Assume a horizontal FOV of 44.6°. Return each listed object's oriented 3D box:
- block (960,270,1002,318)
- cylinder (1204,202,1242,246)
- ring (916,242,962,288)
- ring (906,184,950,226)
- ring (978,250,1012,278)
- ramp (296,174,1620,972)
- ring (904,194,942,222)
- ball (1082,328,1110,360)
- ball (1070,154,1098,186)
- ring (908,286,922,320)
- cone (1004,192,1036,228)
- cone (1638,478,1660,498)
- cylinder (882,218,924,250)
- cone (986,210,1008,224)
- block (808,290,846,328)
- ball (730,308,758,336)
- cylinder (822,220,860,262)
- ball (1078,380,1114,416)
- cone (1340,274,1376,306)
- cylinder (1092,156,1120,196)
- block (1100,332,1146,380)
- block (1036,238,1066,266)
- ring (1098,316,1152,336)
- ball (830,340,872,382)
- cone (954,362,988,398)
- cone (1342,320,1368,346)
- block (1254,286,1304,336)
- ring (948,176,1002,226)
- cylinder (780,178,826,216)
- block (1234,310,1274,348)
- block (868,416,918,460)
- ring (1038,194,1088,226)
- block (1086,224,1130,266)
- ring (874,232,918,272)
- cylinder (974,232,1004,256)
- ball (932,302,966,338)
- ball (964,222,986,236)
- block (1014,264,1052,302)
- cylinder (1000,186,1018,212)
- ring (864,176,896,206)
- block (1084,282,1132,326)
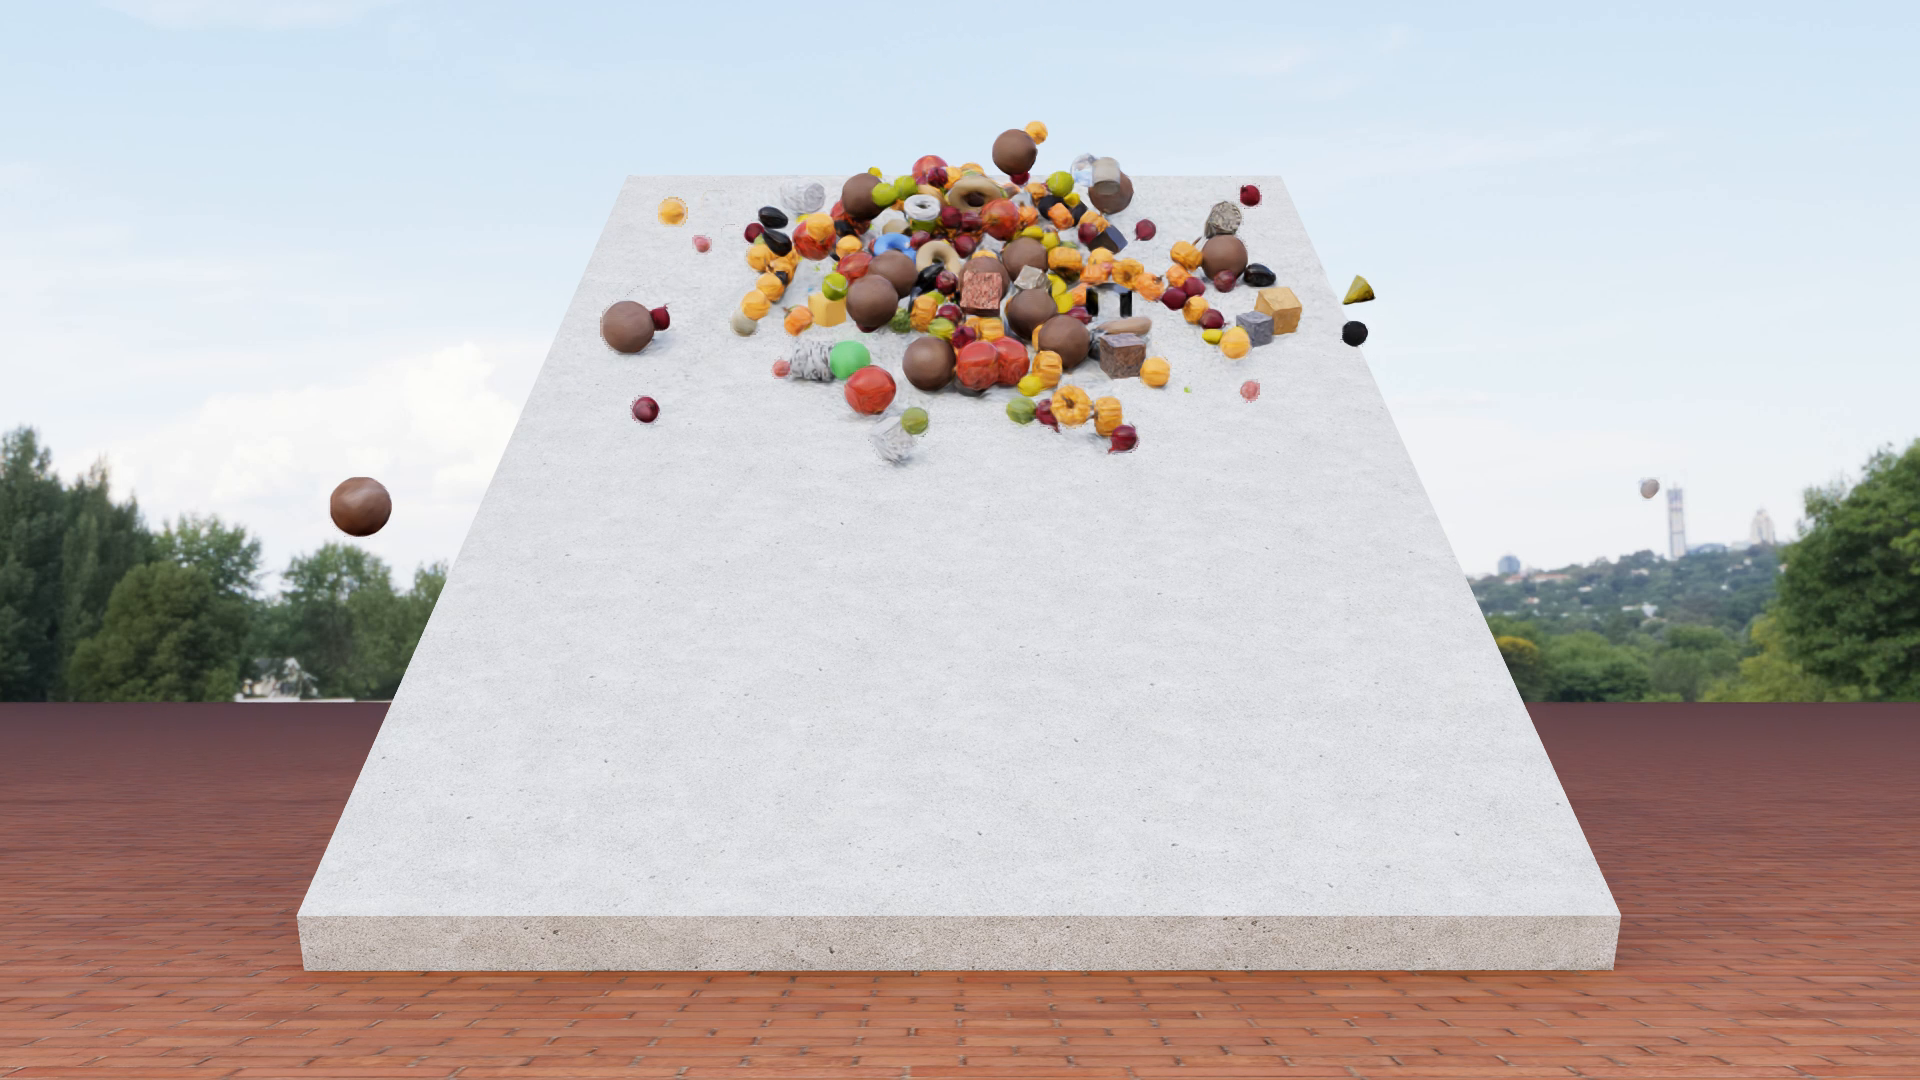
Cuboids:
[{"bbox_3d":[0.052,-0.594,5.661,0.088,0.088,0.088,5,-7,5],"label":"block"},{"bbox_3d":[0.727,-0.875,6.471,0.089,0.089,0.089,1,-21,-8],"label":"cylinder"},{"bbox_3d":[-0.055,-0.722,6.138,0.135,0.135,0.045,2,-21,-27],"label":"ring"},{"bbox_3d":[-0.088,-0.934,6.534,0.142,0.047,0.142,29,-25,15],"label":"ring"},{"bbox_3d":[0.095,-0.739,6.279,0.095,0.095,0.032,1,-42,-20],"label":"ring"},{"bbox_3d":[-0.009,-0.229,5.368,2.000,0.100,4.000,0,25,0],"label":"ramp"},{"bbox_3d":[-0.100,-0.898,6.322,0.106,0.035,0.106,4,41,-3],"label":"ring"},{"bbox_3d":[0.336,-0.475,5.690,0.077,0.077,0.077,0,-4,0],"label":"ball"},{"bbox_3d":[0.349,-1.021,6.458,0.091,0.091,0.091,0,-4,0],"label":"ball"},{"bbox_3d":[-0.114,-0.598,5.901,0.029,0.086,0.086,9,-4,-2],"label":"ring"},{"bbox_3d":[0.191,-0.929,6.705,0.097,0.097,0.097,-25,-29,-15],"label":"cone"},{"bbox_3d":[1.672,-0.136,5.719,0.054,0.054,0.054,1,23,-19],"label":"cone"},{"bbox_3d":[-0.158,-0.834,6.447,0.085,0.085,0.085,3,20,-37],"label":"cylinder"},{"bbox_3d":[0.095,-0.917,6.699,0.063,0.063,0.063,-24,-9,11],"label":"cone"},{"bbox_3d":[-0.336,-0.586,5.935,0.068,0.068,0.068,23,33,38],"label":"block"},{"bbox_3d":[-0.538,-0.547,5.849,0.070,0.070,0.070,0,-4,0],"label":"ball"},{"bbox_3d":[-0.324,-0.817,6.405,0.091,0.091,0.091,1,24,-13],"label":"cylinder"},{"bbox_3d":[0.311,-0.327,5.366,0.081,0.081,0.081,0,-4,0],"label":"ball"},{"bbox_3d":[1.003,-0.622,5.975,0.080,0.080,0.080,-36,1,-8],"label":"cone"},{"bbox_3d":[0.395,-0.984,6.325,0.074,0.074,0.074,0,-25,0],"label":"cylinder"},{"bbox_3d":[0.390,-0.441,5.610,0.083,0.083,0.083,-8,26,-16],"label":"block"},{"bbox_3d":[0.246,-0.790,6.382,0.054,0.054,0.054,26,33,17],"label":"block"},{"bbox_3d":[0.405,-0.522,5.791,0.144,0.048,0.144,-12,6,1],"label":"ring"},{"bbox_3d":[-0.252,-0.412,5.387,0.096,0.096,0.096,0,-4,0],"label":"ball"},{"bbox_3d":[0.037,-0.372,5.513,0.082,0.082,0.082,-1,-3,14],"label":"cone"},{"bbox_3d":[0.976,-0.513,5.821,0.065,0.065,0.065,0,5,0],"label":"cone"},{"bbox_3d":[0.796,-0.574,5.871,0.083,0.083,0.083,-10,-43,-20],"label":"block"},{"bbox_3d":[0.043,-0.932,6.423,0.149,0.149,0.050,0,36,7],"label":"ring"},{"bbox_3d":[-0.455,-0.990,6.736,0.094,0.094,0.094,20,9,34],"label":"cylinder"},{"bbox_3d":[0.731,-0.523,5.805,0.065,0.065,0.065,-17,33,-33],"label":"block"},{"bbox_3d":[-0.147,-0.222,5.104,0.065,0.065,0.065,-37,21,-16],"label":"block"},{"bbox_3d":[0.298,-0.947,6.719,0.148,0.049,0.148,10,30,-6],"label":"ring"},{"bbox_3d":[0.398,-0.798,6.315,0.071,0.071,0.071,-39,3,32],"label":"block"},{"bbox_3d":[-0.173,-0.781,6.341,0.126,0.126,0.042,1,-37,-14],"label":"ring"},{"bbox_3d":[0.077,-0.792,6.337,0.060,0.060,0.060,31,-11,-12],"label":"cylinder"},{"bbox_3d":[-0.028,-0.549,5.838,0.086,0.086,0.086,0,-4,0],"label":"ball"},{"bbox_3d":[0.042,-0.887,6.593,0.062,0.062,0.062,0,-4,0],"label":"ball"},{"bbox_3d":[0.190,-0.668,6.094,0.061,0.061,0.061,21,-15,37],"label":"block"},{"bbox_3d":[0.131,-0.980,6.758,0.071,0.071,0.071,-22,-1,-8],"label":"cylinder"},{"bbox_3d":[-0.232,-1.004,6.723,0.035,0.106,0.106,-44,-28,27],"label":"ring"},{"bbox_3d":[0.378,-0.597,5.943,0.085,0.085,0.085,-16,29,-30],"label":"block"}]
